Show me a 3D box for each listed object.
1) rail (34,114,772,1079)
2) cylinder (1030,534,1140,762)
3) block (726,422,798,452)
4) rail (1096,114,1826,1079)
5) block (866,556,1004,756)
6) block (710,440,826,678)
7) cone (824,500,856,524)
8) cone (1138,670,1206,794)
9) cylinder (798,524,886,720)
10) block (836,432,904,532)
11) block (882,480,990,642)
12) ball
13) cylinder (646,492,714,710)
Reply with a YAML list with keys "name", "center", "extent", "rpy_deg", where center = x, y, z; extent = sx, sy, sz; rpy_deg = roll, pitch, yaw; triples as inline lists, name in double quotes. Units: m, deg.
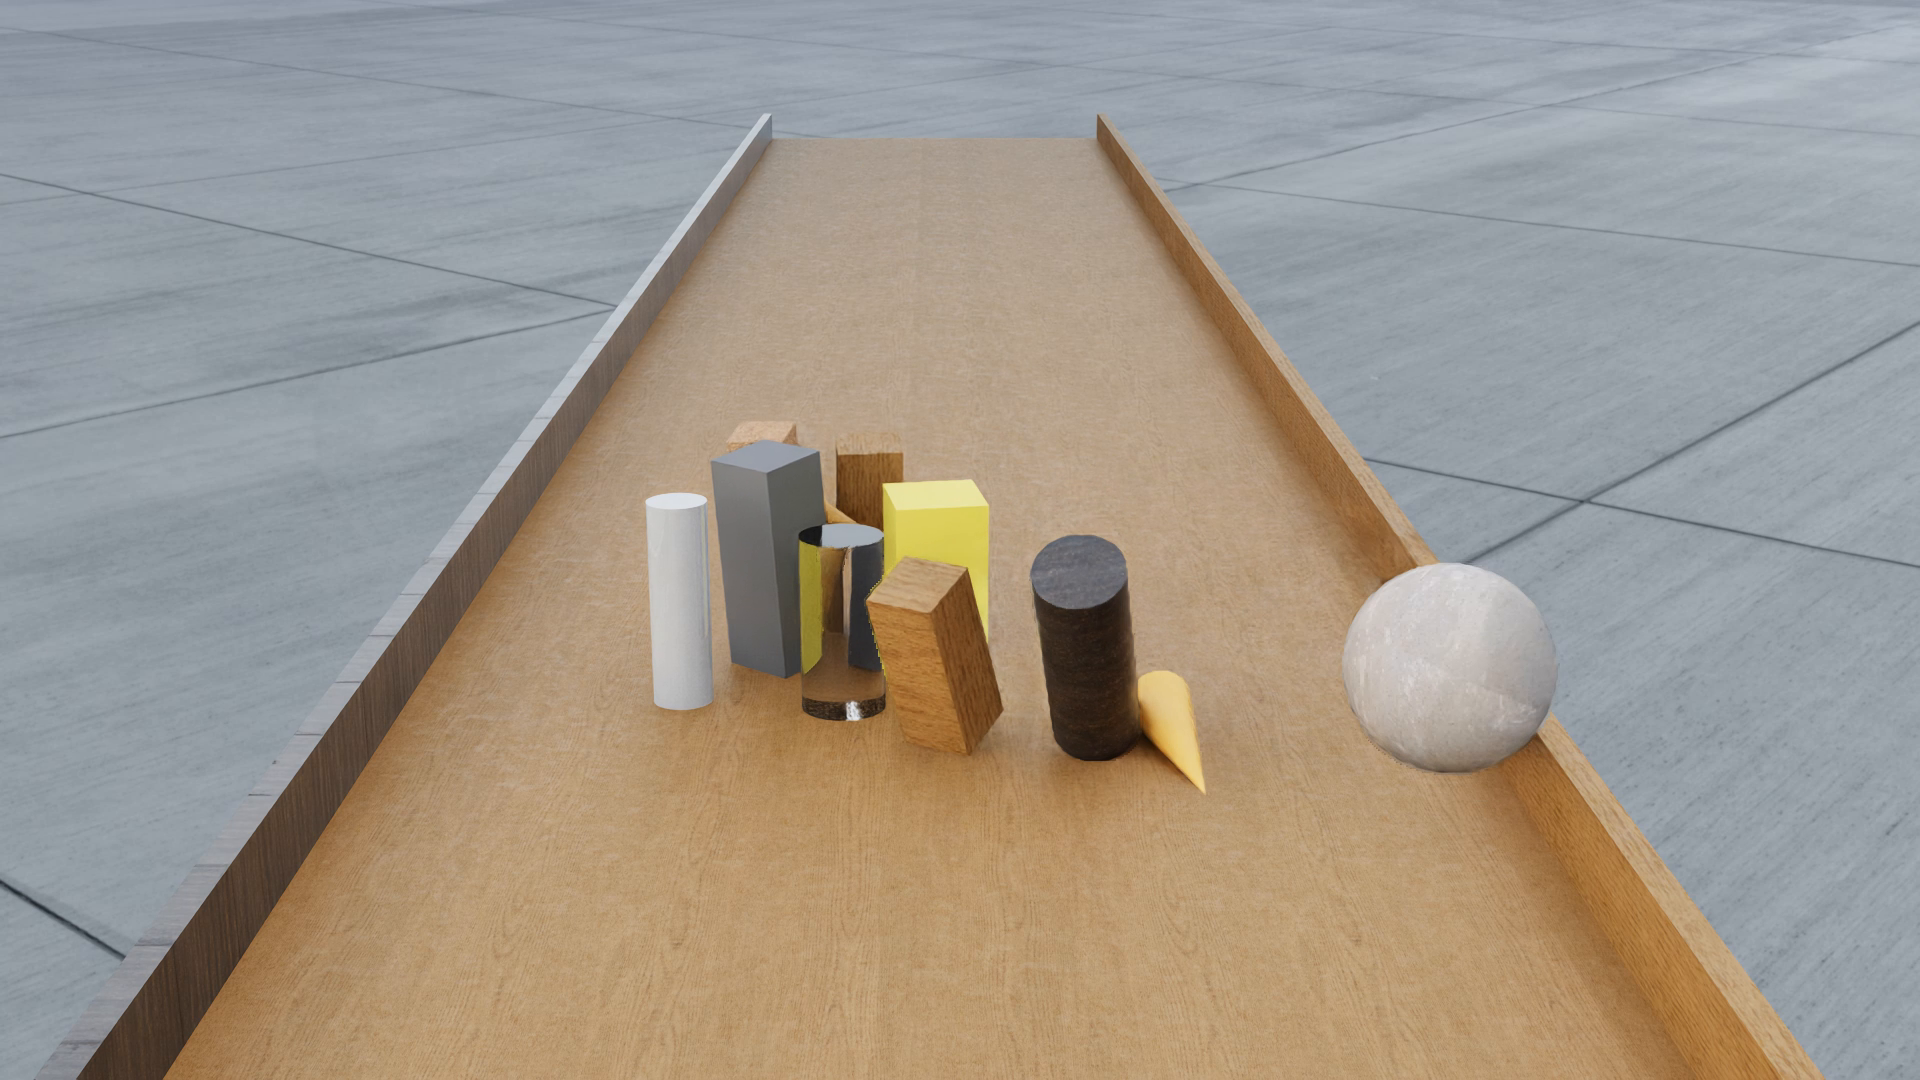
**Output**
- name: "rail"
  center: [-1.118, -0.838, 7.780]
  extent: [0.050, 0.150, 12.000]
  rpy_deg: [0, 17, -1]
- name: "cylinder"
  center: [0.220, 0.192, 3.782]
  extent: [0.159, 0.443, 0.159]
  rpy_deg: [-4, 50, 5]
- name: "block"
  center: [-0.385, -0.019, 4.502]
  extent: [0.115, 0.433, 0.115]
  rpy_deg: [0, 24, 10]
- name: "rail"
  center: [0.932, -0.844, 7.801]
  extent: [0.050, 0.150, 12.000]
  rpy_deg: [0, 17, -1]
- name: "block"
  center: [-0.042, 0.207, 3.906]
  extent: [0.132, 0.330, 0.132]
  rpy_deg: [10, 42, 31]
- name: "block"
  center: [-0.365, 0.036, 4.335]
  extent: [0.150, 0.428, 0.150]
  rpy_deg: [13, 26, 37]
- name: "cone"
  center: [-0.220, 0.003, 4.451]
  extent: [0.148, 0.450, 0.148]
  rpy_deg: [-34, 26, 19]
- name: "cone"
  center: [0.391, 0.365, 3.895]
  extent: [0.122, 0.122, 0.316]
  rpy_deg: [-3, 29, -11]
- name: "cylinder"
  center: [-0.220, 0.153, 4.123]
  extent: [0.160, 0.336, 0.160]
  rpy_deg: [0, 17, 0]
- name: "block"
  center: [-0.190, -0.024, 4.625]
  extent: [0.135, 0.379, 0.135]
  rpy_deg: [-1, 21, -4]
- name: "block"
  center: [-0.049, 0.077, 4.346]
  extent: [0.180, 0.349, 0.180]
  rpy_deg: [-3, 18, -10]
- name: "ball"
  center: [0.792, 0.207, 3.565]
  extent: [0.341, 0.341, 0.341]
  rpy_deg: [0, 17, 0]
- name: "cylinder"
  center: [-0.528, 0.116, 4.147]
  extent: [0.114, 0.393, 0.114]
  rpy_deg: [0, 17, 0]
